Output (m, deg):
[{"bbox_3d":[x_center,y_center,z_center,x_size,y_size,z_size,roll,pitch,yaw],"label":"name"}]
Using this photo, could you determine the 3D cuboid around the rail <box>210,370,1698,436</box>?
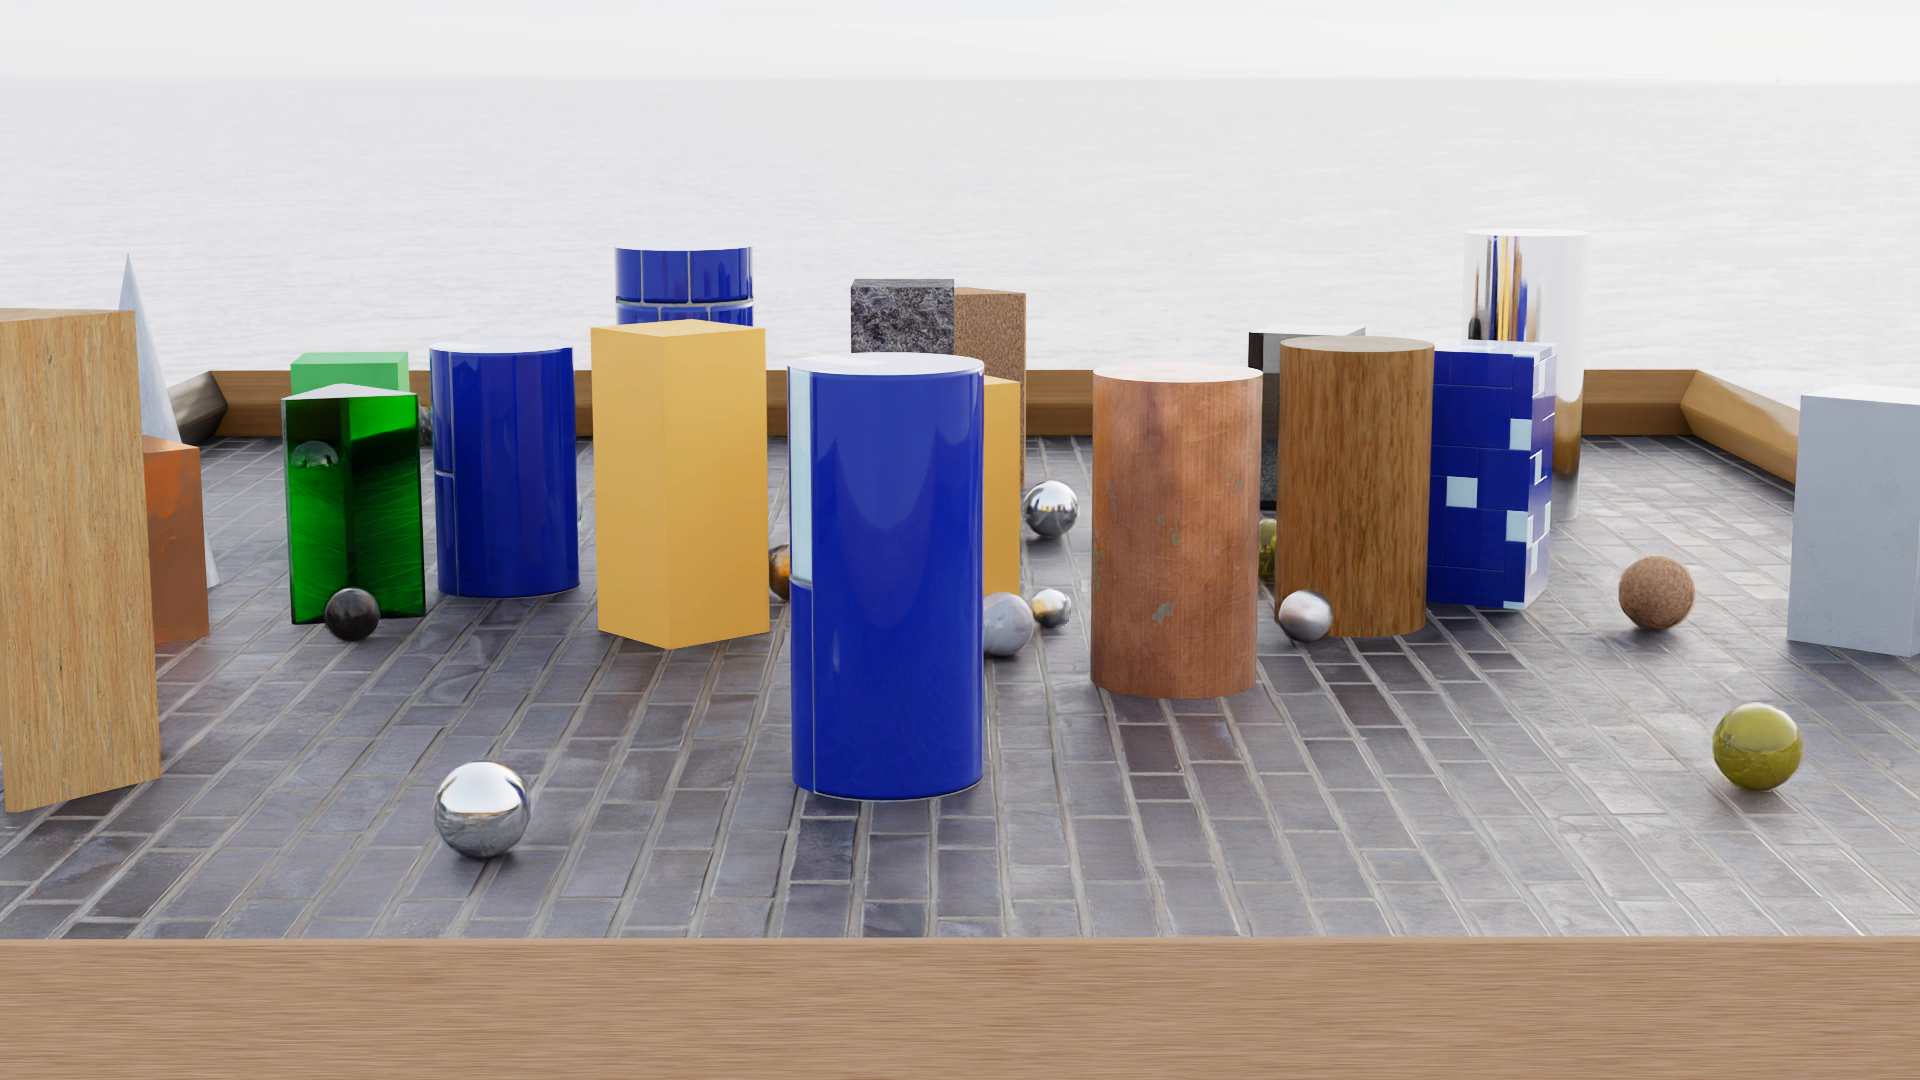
[{"bbox_3d":[-0.010,-0.270,5.087,2.960,0.129,0.045,0,10,0],"label":"rail"}]

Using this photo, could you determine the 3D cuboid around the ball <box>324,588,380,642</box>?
[{"bbox_3d":[-0.778,0.095,3.287,0.069,0.069,0.069,0,10,0],"label":"ball"}]

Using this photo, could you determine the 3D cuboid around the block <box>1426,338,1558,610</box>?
[{"bbox_3d":[0.724,-0.095,3.551,0.159,0.347,0.159,5,11,23],"label":"block"}]

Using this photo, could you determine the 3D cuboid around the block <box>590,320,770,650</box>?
[{"bbox_3d":[-0.361,-0.077,3.315,0.159,0.396,0.159,-9,14,-41],"label":"block"}]

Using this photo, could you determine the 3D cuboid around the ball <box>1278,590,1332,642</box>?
[{"bbox_3d":[0.442,0.097,3.280,0.067,0.067,0.067,0,10,0],"label":"ball"}]

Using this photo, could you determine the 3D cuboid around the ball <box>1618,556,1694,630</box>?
[{"bbox_3d":[0.910,0.069,3.354,0.096,0.096,0.096,0,10,0],"label":"ball"}]

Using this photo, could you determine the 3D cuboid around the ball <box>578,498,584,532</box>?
[{"bbox_3d":[-0.626,-0.039,3.927,0.100,0.100,0.100,0,10,0],"label":"ball"}]

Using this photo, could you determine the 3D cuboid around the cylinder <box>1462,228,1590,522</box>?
[{"bbox_3d":[0.919,-0.272,4.198,0.199,0.460,0.199,0,10,0],"label":"cylinder"}]

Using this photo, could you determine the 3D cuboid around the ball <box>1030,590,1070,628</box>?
[{"bbox_3d":[0.118,0.090,3.365,0.051,0.051,0.051,0,10,0],"label":"ball"}]

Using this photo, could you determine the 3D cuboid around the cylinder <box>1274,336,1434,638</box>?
[{"bbox_3d":[0.517,-0.074,3.376,0.199,0.370,0.199,0,10,0],"label":"cylinder"}]

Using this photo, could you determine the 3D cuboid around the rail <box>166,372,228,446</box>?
[{"bbox_3d":[-1.456,0.035,3.440,0.045,0.129,3.380,0,10,0],"label":"rail"}]

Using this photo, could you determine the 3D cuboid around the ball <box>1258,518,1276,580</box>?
[{"bbox_3d":[0.445,0.013,3.682,0.087,0.087,0.087,0,10,0],"label":"ball"}]

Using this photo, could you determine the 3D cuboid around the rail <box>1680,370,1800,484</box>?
[{"bbox_3d":[1.456,0.032,3.457,0.045,0.129,3.380,0,10,0],"label":"rail"}]

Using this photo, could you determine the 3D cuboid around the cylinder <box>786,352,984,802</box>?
[{"bbox_3d":[-0.075,0.033,2.630,0.199,0.430,0.199,0,10,0],"label":"cylinder"}]

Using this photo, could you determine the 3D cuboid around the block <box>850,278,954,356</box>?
[{"bbox_3d":[-0.089,-0.213,4.069,0.159,0.390,0.159,0,10,0],"label":"block"}]

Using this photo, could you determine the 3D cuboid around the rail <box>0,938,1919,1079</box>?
[{"bbox_3d":[0.010,0.336,1.810,2.960,0.129,0.045,0,10,0],"label":"rail"}]

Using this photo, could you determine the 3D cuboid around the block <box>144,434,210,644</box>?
[{"bbox_3d":[-1.084,0.002,3.304,0.159,0.246,0.159,-9,14,-41],"label":"block"}]

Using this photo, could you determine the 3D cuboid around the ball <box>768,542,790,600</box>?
[{"bbox_3d":[-0.228,0.043,3.535,0.082,0.082,0.082,0,10,0],"label":"ball"}]

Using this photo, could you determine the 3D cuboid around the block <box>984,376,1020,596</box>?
[{"bbox_3d":[-0.034,-0.037,3.269,0.159,0.336,0.159,-6,12,-30],"label":"block"}]

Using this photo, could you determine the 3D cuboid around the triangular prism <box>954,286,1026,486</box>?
[{"bbox_3d":[0.016,-0.272,4.534,0.173,0.338,0.150,-2,11,-10],"label":"triangular prism"}]

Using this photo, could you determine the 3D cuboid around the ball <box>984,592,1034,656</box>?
[{"bbox_3d":[0.052,0.105,3.204,0.080,0.080,0.080,0,10,0],"label":"ball"}]

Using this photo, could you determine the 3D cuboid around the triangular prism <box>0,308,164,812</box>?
[{"bbox_3d":[-0.940,0.011,2.602,0.150,0.484,0.173,9,14,39],"label":"triangular prism"}]

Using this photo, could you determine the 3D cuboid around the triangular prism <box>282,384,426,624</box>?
[{"bbox_3d":[-0.821,-0.053,3.456,0.173,0.299,0.150,-3,11,-18],"label":"triangular prism"}]

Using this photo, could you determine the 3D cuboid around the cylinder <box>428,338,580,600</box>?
[{"bbox_3d":[-0.640,-0.104,3.615,0.199,0.342,0.199,0,10,0],"label":"cylinder"}]

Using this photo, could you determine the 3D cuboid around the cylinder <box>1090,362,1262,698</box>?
[{"bbox_3d":[0.256,-0.015,3.053,0.199,0.371,0.199,0,10,0],"label":"cylinder"}]

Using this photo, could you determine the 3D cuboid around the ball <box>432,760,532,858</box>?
[{"bbox_3d":[-0.445,0.250,2.388,0.091,0.091,0.091,0,10,0],"label":"ball"}]

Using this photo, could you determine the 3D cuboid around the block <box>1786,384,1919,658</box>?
[{"bbox_3d":[1.175,-0.030,3.281,0.159,0.316,0.159,9,14,39],"label":"block"}]

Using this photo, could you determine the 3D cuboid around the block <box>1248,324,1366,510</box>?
[{"bbox_3d":[0.578,-0.205,4.288,0.159,0.295,0.159,4,11,21],"label":"block"}]

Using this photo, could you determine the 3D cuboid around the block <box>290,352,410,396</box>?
[{"bbox_3d":[-0.943,-0.144,3.994,0.159,0.282,0.159,-1,11,-6],"label":"block"}]

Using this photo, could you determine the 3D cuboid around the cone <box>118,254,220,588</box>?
[{"bbox_3d":[-1.157,-0.170,3.609,0.199,0.473,0.199,0,10,0],"label":"cone"}]

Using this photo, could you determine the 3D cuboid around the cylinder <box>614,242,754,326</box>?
[{"bbox_3d":[-0.399,-0.194,3.745,0.199,0.470,0.199,0,10,0],"label":"cylinder"}]

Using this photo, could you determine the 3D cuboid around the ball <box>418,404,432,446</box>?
[{"bbox_3d":[-1.057,-0.223,4.979,0.080,0.080,0.080,0,10,0],"label":"ball"}]

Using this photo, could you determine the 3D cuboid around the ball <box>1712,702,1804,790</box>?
[{"bbox_3d":[0.811,0.210,2.608,0.089,0.089,0.089,0,10,0],"label":"ball"}]

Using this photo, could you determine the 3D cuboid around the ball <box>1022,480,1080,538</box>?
[{"bbox_3d":[0.142,-0.048,4.007,0.088,0.088,0.088,0,10,0],"label":"ball"}]
